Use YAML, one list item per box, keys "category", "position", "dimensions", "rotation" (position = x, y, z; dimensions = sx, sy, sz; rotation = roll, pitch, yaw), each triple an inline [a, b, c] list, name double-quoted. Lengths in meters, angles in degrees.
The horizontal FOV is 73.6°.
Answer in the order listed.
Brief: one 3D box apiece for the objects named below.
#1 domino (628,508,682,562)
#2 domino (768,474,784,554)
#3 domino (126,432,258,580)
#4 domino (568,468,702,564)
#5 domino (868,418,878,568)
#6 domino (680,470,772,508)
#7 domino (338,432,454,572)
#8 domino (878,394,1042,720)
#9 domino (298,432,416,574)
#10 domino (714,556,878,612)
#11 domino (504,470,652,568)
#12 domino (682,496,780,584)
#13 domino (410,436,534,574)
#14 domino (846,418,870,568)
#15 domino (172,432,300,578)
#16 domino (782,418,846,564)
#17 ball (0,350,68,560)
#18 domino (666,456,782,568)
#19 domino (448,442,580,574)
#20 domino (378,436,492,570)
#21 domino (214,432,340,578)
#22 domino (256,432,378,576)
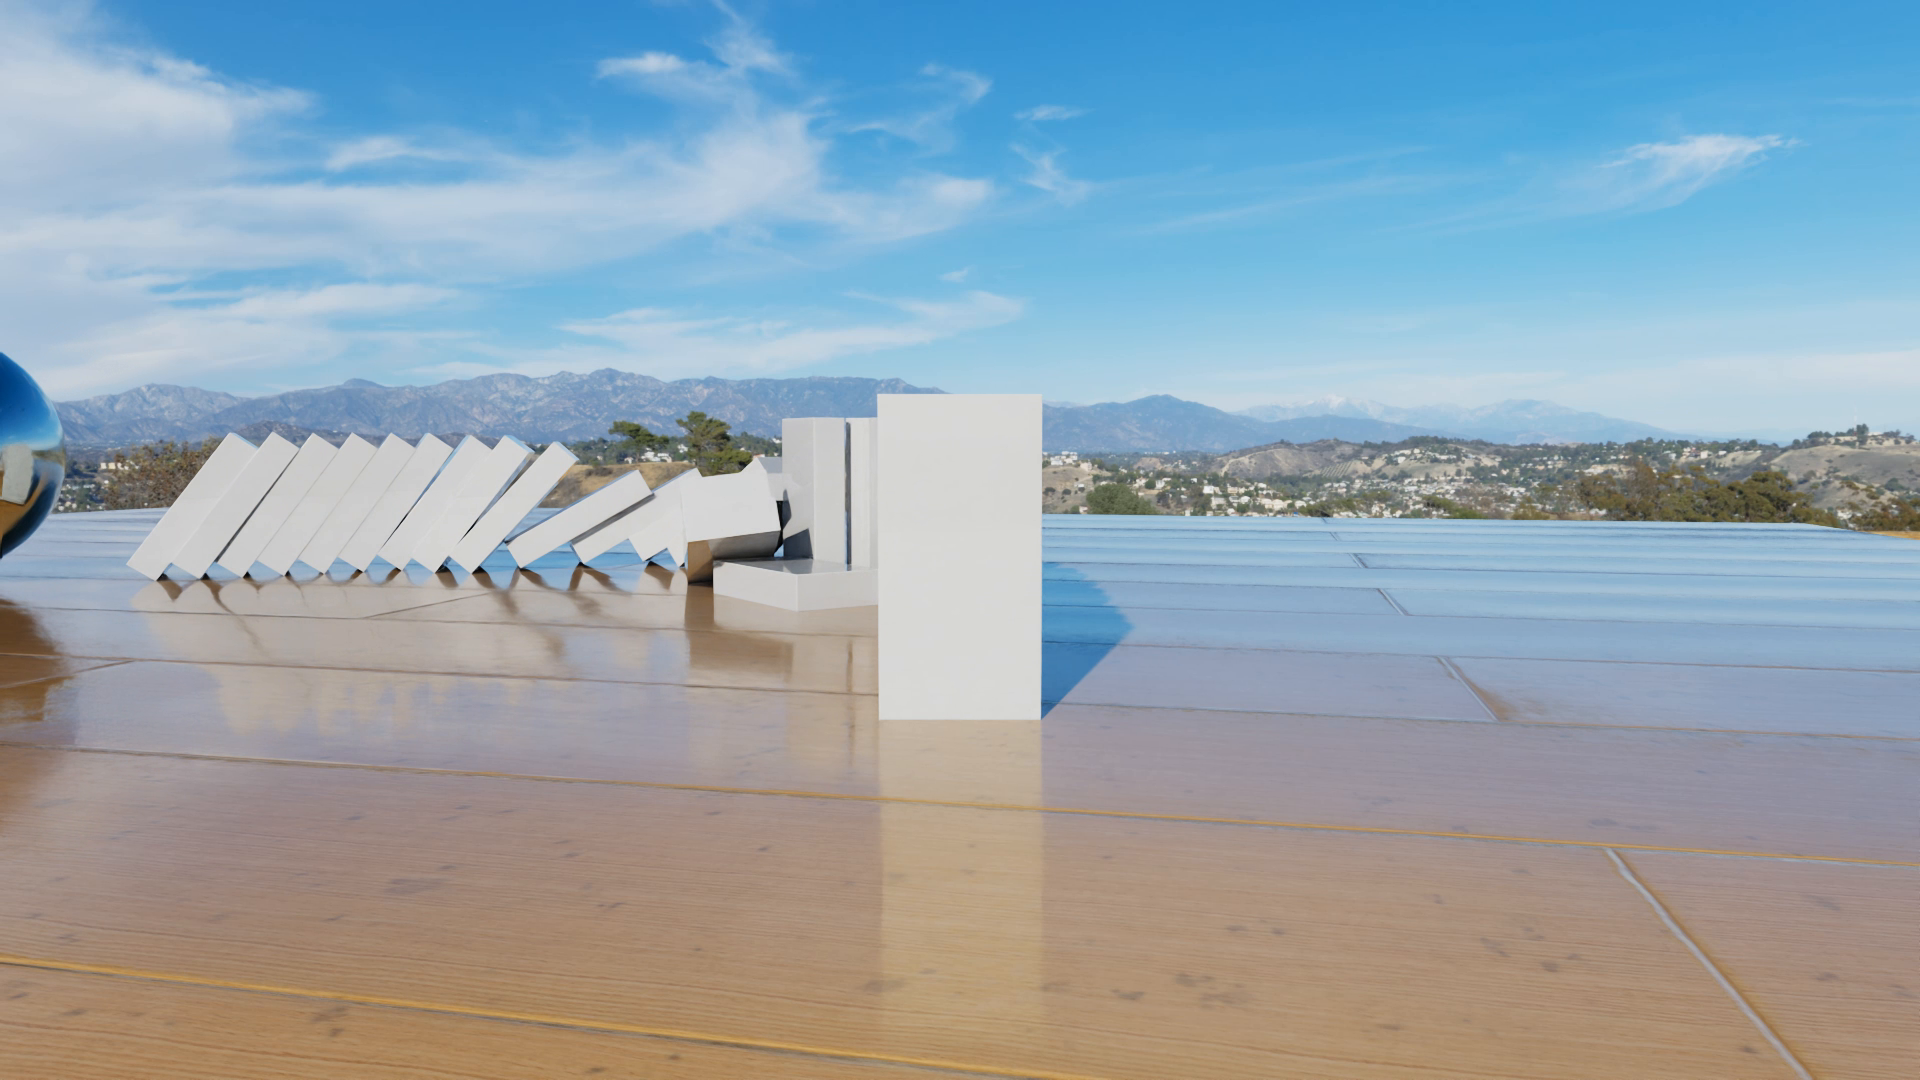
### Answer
- category: "domino"
  position: [-0.093, -0.010, 0.459]
  dimensions: [0.050, 0.010, 0.025]
  rotation: [-31, 4, -7]
- category: "domino"
  position: [-0.067, -0.005, 0.419]
  dimensions: [0.025, 0.010, 0.050]
  rotation: [-3, -25, -36]
- category: "domino"
  position: [-0.245, -0.011, 0.412]
  dimensions: [0.009, 0.050, 0.025]
  rotation: [37, -12, -23]
- category: "domino"
  position: [-0.115, -0.009, 0.457]
  dimensions: [0.050, 0.010, 0.025]
  rotation: [-32, 11, -17]
- category: "domino"
  position: [-0.013, -0.010, 0.373]
  dimensions: [0.025, 0.050, 0.010]
  rotation: [-2, 5, -29]
- category: "domino"
  position: [-0.071, -0.004, 0.391]
  dimensions: [0.025, 0.009, 0.050]
  rotation: [-8, -23, -13]
- category: "domino"
  position: [-0.193, -0.014, 0.439]
  dimensions: [0.010, 0.050, 0.025]
  rotation: [37, -12, -23]
- category: "domino"
  position: [0.000, 0.002, 0.201]
  dimensions: [0.025, 0.050, 0.009]
  rotation: [0, 4, 0]
- category: "domino"
  position: [-0.203, -0.013, 0.433]
  dimensions: [0.009, 0.050, 0.025]
  rotation: [37, -12, -23]
- category: "domino"
  position: [-0.046, 0.011, 0.352]
  dimensions: [0.025, 0.010, 0.050]
  rotation: [-3, 5, -35]
- category: "domino"
  position: [-0.133, -0.008, 0.446]
  dimensions: [0.050, 0.010, 0.025]
  rotation: [-32, 12, -17]
- category: "domino"
  position: [-0.067, 0.001, 0.370]
  dimensions: [0.025, 0.009, 0.050]
  rotation: [-8, -13, -14]
- category: "domino"
  position: [-0.165, -0.013, 0.435]
  dimensions: [0.009, 0.050, 0.025]
  rotation: [38, -5, -13]
- category: "domino"
  position: [-0.023, -0.011, 0.385]
  dimensions: [0.010, 0.050, 0.025]
  rotation: [2, 5, 30]
- category: "domino"
  position: [-0.233, -0.012, 0.415]
  dimensions: [0.010, 0.050, 0.025]
  rotation: [37, -13, -23]
- category: "domino"
  position: [-0.044, -0.011, 0.380]
  dimensions: [0.010, 0.050, 0.025]
  rotation: [-2, 5, -29]
- category: "ball"
  position: [-0.321, -0.027, 0.391]
  dimensions: [0.080, 0.080, 0.080]
  rotation: [0, 4, 0]
- category: "domino"
  position: [-0.076, -0.010, 0.442]
  dimensions: [0.050, 0.010, 0.025]
  rotation: [-40, -15, 25]
- category: "domino"
  position: [-0.150, -0.012, 0.434]
  dimensions: [0.009, 0.050, 0.025]
  rotation: [43, -6, -13]
- category: "domino"
  position: [-0.182, -0.014, 0.445]
  dimensions: [0.010, 0.050, 0.025]
  rotation: [39, -12, -22]
- category: "domino"
  position: [-0.224, -0.012, 0.422]
  dimensions: [0.009, 0.050, 0.025]
  rotation: [37, -12, -23]
- category: "domino"
  position: [-0.214, -0.013, 0.427]
  dimensions: [0.010, 0.050, 0.025]
  rotation: [37, -12, -23]
